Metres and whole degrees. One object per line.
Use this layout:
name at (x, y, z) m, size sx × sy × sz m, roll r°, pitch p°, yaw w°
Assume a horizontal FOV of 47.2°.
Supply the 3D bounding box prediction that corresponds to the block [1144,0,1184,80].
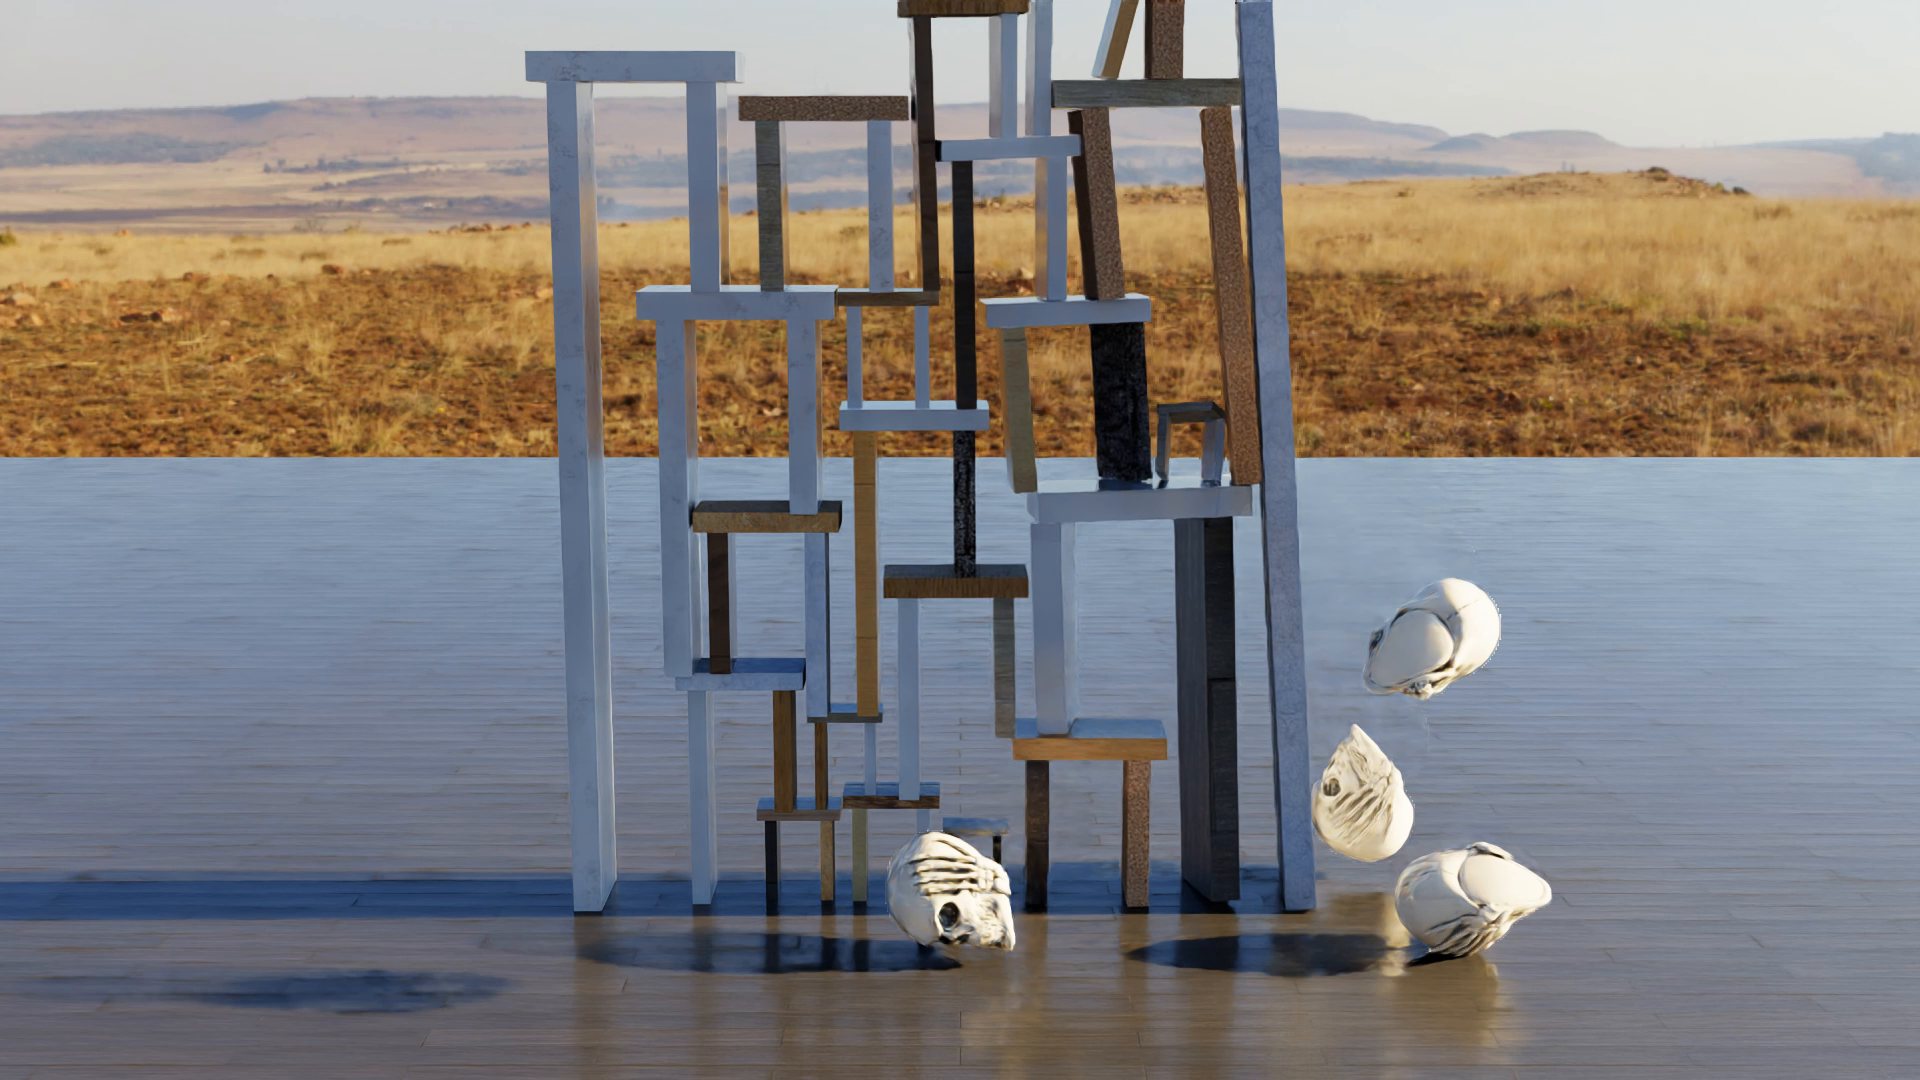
block at (0.322, -0.901, 3.464) m, size 0.049 × 0.344 × 0.172 m, roll 0°, pitch 11°, yaw 1°

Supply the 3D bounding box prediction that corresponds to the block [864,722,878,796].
block at (-0.147, 0.353, 3.622) m, size 0.017 × 0.122 × 0.061 m, roll 0°, pitch 11°, yaw 0°

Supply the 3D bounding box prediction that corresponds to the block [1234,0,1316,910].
block at (0.502, -0.231, 3.531) m, size 0.049 × 1.662 × 0.172 m, roll -3°, pitch 9°, yaw 5°

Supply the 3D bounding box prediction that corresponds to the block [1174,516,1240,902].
block at (0.408, 0.268, 3.642) m, size 0.049 × 0.629 × 0.172 m, roll -3°, pitch 6°, yaw -10°

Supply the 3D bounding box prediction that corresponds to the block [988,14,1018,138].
block at (0.068, -0.730, 3.463) m, size 0.027 × 0.189 × 0.095 m, roll -2°, pitch 10°, yaw -11°

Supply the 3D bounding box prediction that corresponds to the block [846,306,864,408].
block at (-0.168, -0.295, 3.505) m, size 0.023 × 0.161 × 0.081 m, roll 0°, pitch 10°, yaw -1°

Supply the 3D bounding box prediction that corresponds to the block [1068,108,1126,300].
block at (0.218, -0.539, 3.521) m, size 0.042 × 0.297 × 0.149 m, roll -7°, pitch 10°, yaw -5°

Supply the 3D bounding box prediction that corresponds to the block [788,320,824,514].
block at (-0.247, -0.205, 3.520) m, size 0.043 × 0.307 × 0.153 m, roll 0°, pitch 11°, yaw 0°

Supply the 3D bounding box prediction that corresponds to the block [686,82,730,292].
block at (-0.394, -0.555, 3.452) m, size 0.045 × 0.320 × 0.160 m, roll 0°, pitch 11°, yaw 0°

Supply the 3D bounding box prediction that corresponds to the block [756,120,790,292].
block at (-0.294, -0.528, 3.465) m, size 0.037 × 0.260 × 0.130 m, roll -1°, pitch 11°, yaw 0°

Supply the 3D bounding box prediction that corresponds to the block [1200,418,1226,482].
block at (0.414, -0.148, 3.598) m, size 0.014 × 0.102 × 0.051 m, roll 1°, pitch 6°, yaw -18°

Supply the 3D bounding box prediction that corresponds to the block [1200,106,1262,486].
block at (0.438, -0.394, 3.560) m, size 0.042 × 0.598 × 0.148 m, roll -5°, pitch 7°, yaw 4°

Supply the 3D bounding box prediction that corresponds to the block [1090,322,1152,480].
block at (0.267, -0.235, 3.654) m, size 0.037 × 0.264 × 0.132 m, roll -6°, pitch 6°, yaw -20°

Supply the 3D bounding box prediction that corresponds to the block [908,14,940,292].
block at (-0.057, -0.606, 3.458) m, size 0.027 × 0.422 × 0.094 m, roll -3°, pitch 10°, yaw -6°

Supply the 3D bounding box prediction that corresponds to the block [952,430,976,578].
block at (0.007, -0.067, 3.551) m, size 0.034 × 0.237 × 0.118 m, roll -1°, pitch 10°, yaw -1°

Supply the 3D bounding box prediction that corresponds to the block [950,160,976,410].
block at (0.006, -0.406, 3.487) m, size 0.032 × 0.385 × 0.113 m, roll -1°, pitch 10°, yaw -1°

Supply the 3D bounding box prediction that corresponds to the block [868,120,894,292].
block at (-0.124, -0.527, 3.468) m, size 0.037 × 0.263 × 0.130 m, roll -1°, pitch 10°, yaw -1°

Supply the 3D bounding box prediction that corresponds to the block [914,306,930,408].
block at (-0.060, -0.295, 3.506) m, size 0.023 × 0.161 × 0.081 m, roll 0°, pitch 10°, yaw 0°

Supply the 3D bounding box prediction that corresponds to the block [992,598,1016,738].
block at (0.072, 0.197, 3.594) m, size 0.033 × 0.231 × 0.116 m, roll -1°, pitch 10°, yaw 0°

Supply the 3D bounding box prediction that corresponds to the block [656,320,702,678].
block at (-0.451, -0.075, 3.544) m, size 0.043 × 0.571 × 0.153 m, roll 0°, pitch 11°, yaw 0°

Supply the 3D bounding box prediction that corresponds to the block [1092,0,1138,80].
block at (0.252, -0.823, 3.479) m, size 0.027 × 0.188 × 0.094 m, roll 13°, pitch 9°, yaw -9°

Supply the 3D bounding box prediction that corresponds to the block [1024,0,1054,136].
block at (0.125, -0.776, 3.472) m, size 0.027 × 0.270 × 0.094 m, roll 0°, pitch 10°, yaw -7°

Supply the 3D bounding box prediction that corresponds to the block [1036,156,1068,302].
block at (0.146, -0.499, 3.519) m, size 0.032 × 0.225 × 0.112 m, roll -2°, pitch 10°, yaw -8°

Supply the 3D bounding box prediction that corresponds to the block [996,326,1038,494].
block at (0.092, -0.215, 3.559) m, size 0.037 × 0.264 × 0.132 m, roll -5°, pitch 8°, yaw -3°

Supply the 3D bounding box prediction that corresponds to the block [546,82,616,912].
block at (-0.607, -0.061, 3.544) m, size 0.045 × 1.325 × 0.160 m, roll 0°, pitch 11°, yaw 0°

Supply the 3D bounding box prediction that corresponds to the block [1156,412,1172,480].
block at (0.336, -0.156, 3.628) m, size 0.014 × 0.102 × 0.051 m, roll 1°, pitch -13°, yaw 15°

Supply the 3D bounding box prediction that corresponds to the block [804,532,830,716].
block at (-0.232, 0.127, 3.581) m, size 0.033 × 0.302 × 0.116 m, roll 0°, pitch 11°, yaw 0°

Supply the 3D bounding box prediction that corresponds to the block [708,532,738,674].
block at (-0.386, 0.092, 3.575) m, size 0.033 × 0.231 × 0.116 m, roll 0°, pitch 11°, yaw 0°

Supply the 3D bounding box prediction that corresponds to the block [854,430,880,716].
block at (-0.150, 0.046, 3.570) m, size 0.034 × 0.465 × 0.118 m, roll 0°, pitch 10°, yaw 0°

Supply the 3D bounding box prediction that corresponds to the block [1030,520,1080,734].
block at (0.158, 0.131, 3.625) m, size 0.049 × 0.345 × 0.172 m, roll -1°, pitch 8°, yaw 10°

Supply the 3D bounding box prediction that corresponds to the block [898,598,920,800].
block at (-0.083, 0.248, 3.603) m, size 0.033 × 0.335 × 0.116 m, roll 0°, pitch 10°, yaw 0°
